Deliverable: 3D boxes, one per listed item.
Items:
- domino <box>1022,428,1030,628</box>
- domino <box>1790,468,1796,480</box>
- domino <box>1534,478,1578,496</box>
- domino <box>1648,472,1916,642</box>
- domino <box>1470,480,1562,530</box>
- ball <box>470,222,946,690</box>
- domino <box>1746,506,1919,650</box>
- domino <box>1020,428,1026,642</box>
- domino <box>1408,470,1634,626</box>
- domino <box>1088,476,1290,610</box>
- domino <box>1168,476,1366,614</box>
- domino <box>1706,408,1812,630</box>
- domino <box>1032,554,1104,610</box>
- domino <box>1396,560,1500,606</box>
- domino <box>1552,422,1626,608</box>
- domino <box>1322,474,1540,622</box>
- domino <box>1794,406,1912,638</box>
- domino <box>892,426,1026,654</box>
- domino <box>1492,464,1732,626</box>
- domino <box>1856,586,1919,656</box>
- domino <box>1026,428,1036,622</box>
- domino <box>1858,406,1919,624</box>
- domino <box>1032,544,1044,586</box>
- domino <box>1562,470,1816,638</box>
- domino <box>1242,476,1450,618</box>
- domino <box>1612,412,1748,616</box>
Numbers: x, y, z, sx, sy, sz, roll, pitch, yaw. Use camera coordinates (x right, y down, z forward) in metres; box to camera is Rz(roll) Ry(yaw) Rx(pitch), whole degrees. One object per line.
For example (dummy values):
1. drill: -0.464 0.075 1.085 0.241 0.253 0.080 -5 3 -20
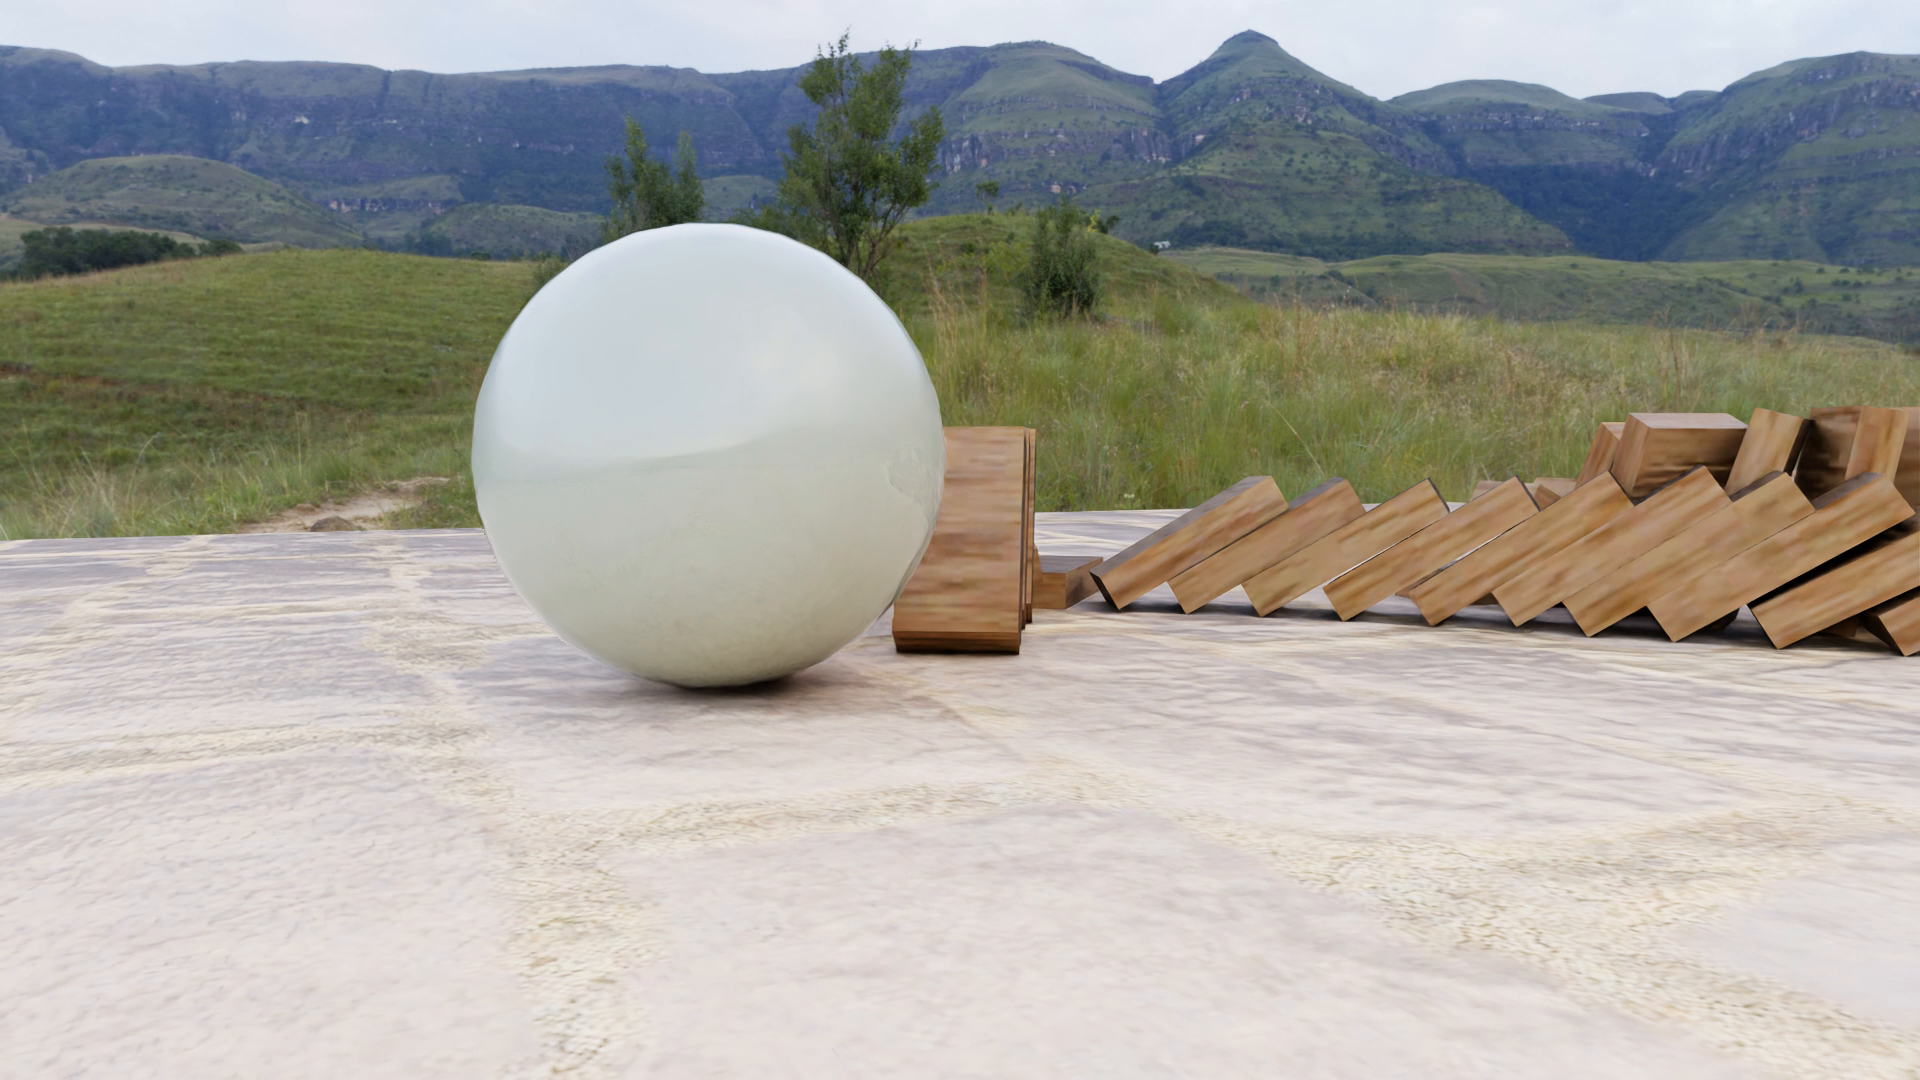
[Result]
1. domino: 0.004 -0.003 0.305 0.025 0.050 0.009 0 -31 5
2. domino: 0.248 -0.002 0.356 0.025 0.010 0.050 -3 38 -32
3. domino: 0.191 -0.001 0.369 0.050 0.010 0.025 29 -1 -10
4. domino: 0.174 0.004 0.276 0.050 0.009 0.025 -37 -13 25
5. domino: 0.171 -0.001 0.362 0.050 0.009 0.025 28 -3 -15
6. ball: -0.042 -0.014 0.223 0.080 0.080 0.080 0 4 0
7. domino: 0.191 0.005 0.267 0.050 0.009 0.025 -34 -9 25
8. domino: 0.001 -0.002 0.282 0.025 0.050 0.009 0 -31 5
9. domino: 0.131 0.002 0.300 0.050 0.009 0.025 -37 -13 25
10. domino: 0.059 0.000 0.335 0.050 0.009 0.025 -31 2 0
11. domino: 0.077 0.001 0.328 0.050 0.009 0.025 -31 -1 11
12. domino: 0.184 -0.005 0.300 0.010 0.050 0.025 23 17 34
13. domino: 0.023 0.011 0.357 0.025 0.009 0.050 1 4 17
14. domino: 0.150 0.011 0.354 0.050 0.009 0.025 -1 4 -14
15. domino: 0.168 -0.006 0.325 0.025 0.050 0.009 -1 35 -7
16. domino: 0.114 0.002 0.309 0.050 0.009 0.025 -34 -10 23
17. domino: 0.199 -0.005 0.293 0.009 0.050 0.025 11 6 11
18. domino: 0.001 -0.001 0.270 0.025 0.050 0.009 0 -31 5
19. domino: 0.147 0.001 0.291 0.050 0.010 0.025 -37 -13 25
20. domino: 0.210 0.005 0.259 0.050 0.009 0.025 -33 -3 22
21. domino: 0.006 -0.004 0.317 0.025 0.050 0.009 0 -31 5
22. domino: 0.217 -0.005 0.294 0.010 0.050 0.025 7 1 -28
23. domino: 0.005 0.000 0.341 0.025 0.009 0.050 -13 22 -3
24. domino: 0.159 0.003 0.283 0.050 0.009 0.025 -37 -13 25
25. domino: 0.096 0.002 0.318 0.050 0.010 0.025 -32 -8 20
26. domino: 0.169 -0.006 0.310 0.025 0.050 0.009 0 27 -6
